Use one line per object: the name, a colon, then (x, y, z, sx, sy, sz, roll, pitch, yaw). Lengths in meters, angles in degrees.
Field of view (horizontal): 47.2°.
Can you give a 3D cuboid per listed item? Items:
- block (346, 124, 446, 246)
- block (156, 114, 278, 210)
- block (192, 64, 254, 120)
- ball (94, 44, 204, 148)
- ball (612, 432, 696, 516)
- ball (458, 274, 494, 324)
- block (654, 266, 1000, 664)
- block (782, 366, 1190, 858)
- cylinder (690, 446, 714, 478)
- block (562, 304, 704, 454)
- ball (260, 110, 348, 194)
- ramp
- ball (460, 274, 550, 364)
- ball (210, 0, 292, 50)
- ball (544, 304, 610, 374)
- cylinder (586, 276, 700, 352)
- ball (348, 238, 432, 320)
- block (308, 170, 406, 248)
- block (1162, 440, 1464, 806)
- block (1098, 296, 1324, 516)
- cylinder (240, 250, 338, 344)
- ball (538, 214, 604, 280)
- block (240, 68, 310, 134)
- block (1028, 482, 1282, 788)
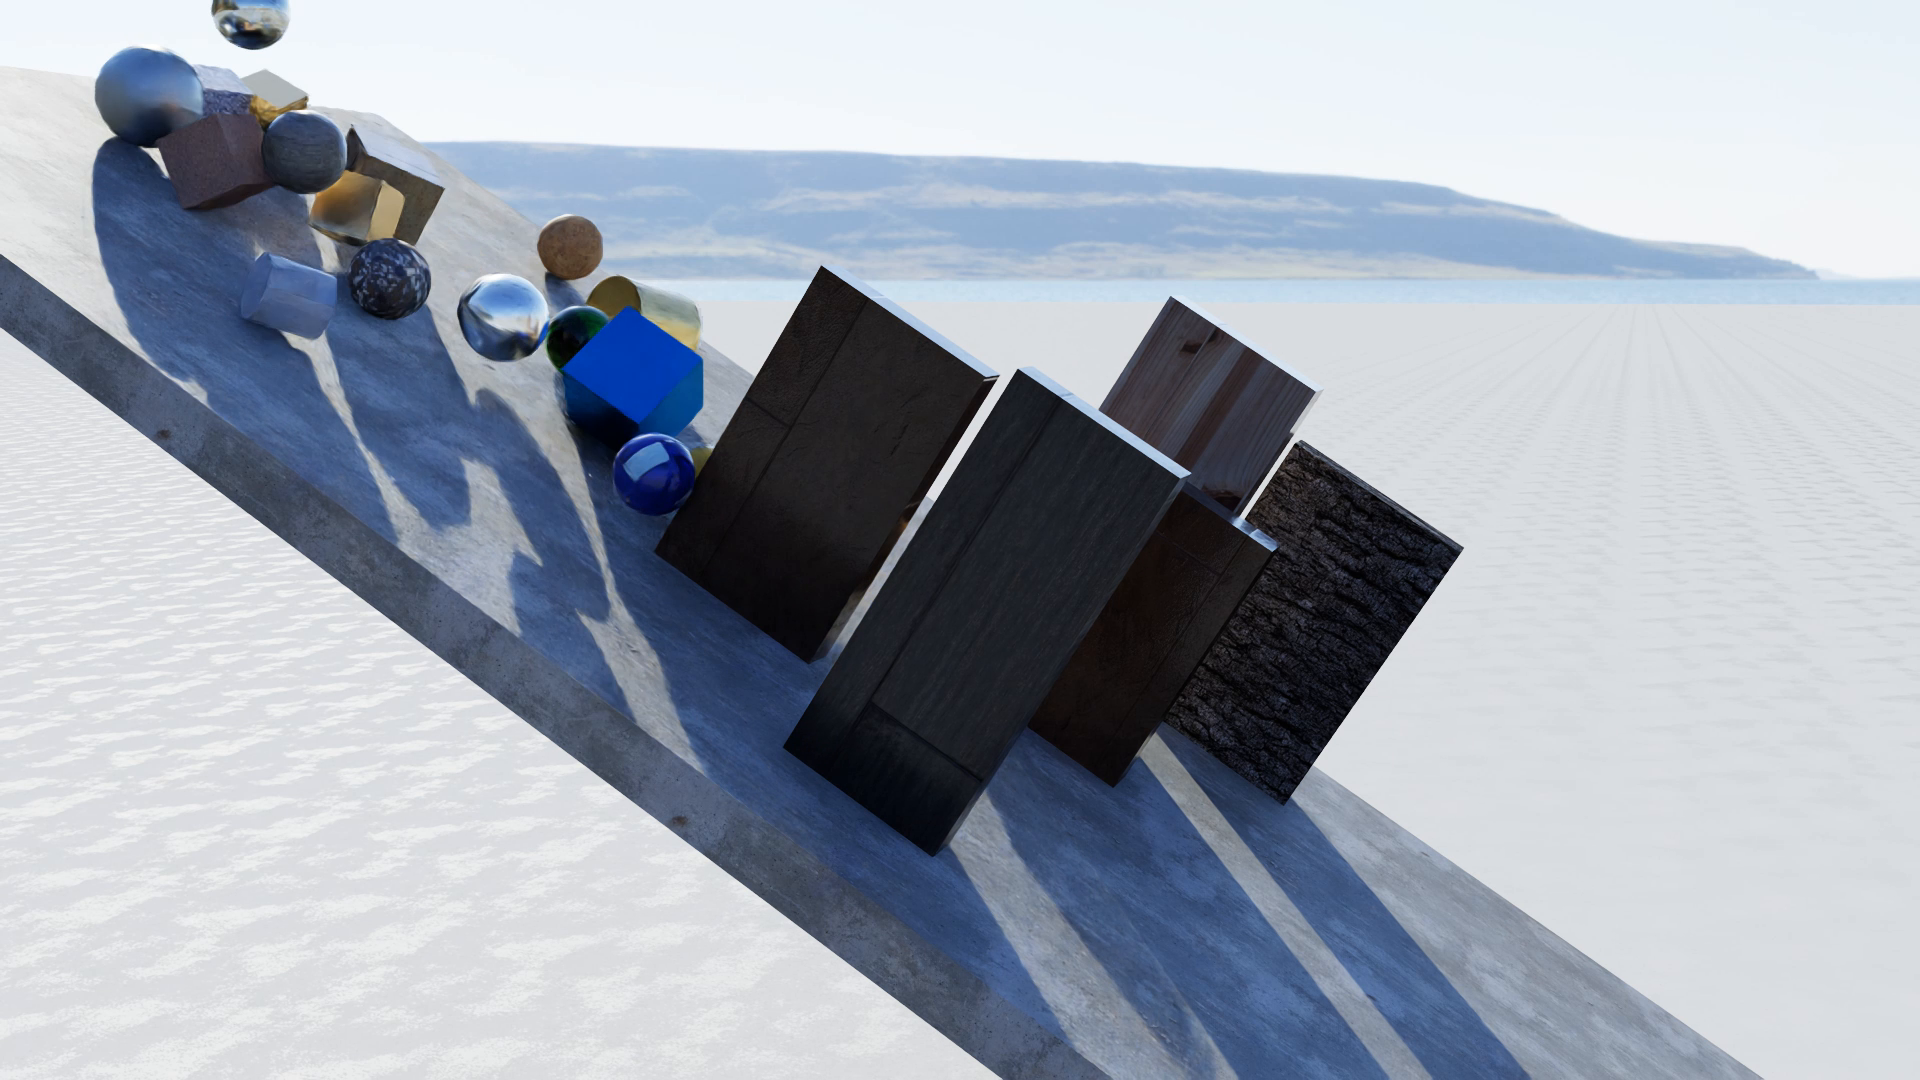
block: (-1.185, -0.710, 4.489, 0.171, 0.171, 0.171, 21, 18, -36)
block: (-1.365, -0.697, 4.054, 0.134, 0.134, 0.134, -19, 5, 16)
block: (-1.508, -0.869, 4.399, 0.122, 0.122, 0.122, -1, 34, -42)
ball: (-1.534, -0.840, 4.164, 0.195, 0.195, 0.195, 0, 7, 0)
ball: (-0.520, -0.112, 3.736, 0.142, 0.142, 0.142, 0, 7, 0)
ball: (-0.873, -0.428, 4.157, 0.151, 0.151, 0.151, 0, 7, 0)
block: (-0.231, -0.128, 3.739, 0.338, 0.584, 0.087, 35, 15, 10)
block: (0.033, 0.110, 3.297, 0.287, 0.694, 0.082, 35, 15, 10)
cylinder: (-0.401, -0.090, 3.928, 0.146, 0.146, 0.146, 6, 9, 20)
block: (-0.610, -0.284, 4.119, 0.181, 0.181, 0.181, 35, -25, 12)
ball: (-1.210, -0.716, 4.059, 0.154, 0.154, 0.154, 0, 7, 0)
ramp: (-0.139, 0.232, 4.106, 4.000, 0.100, 2.000, 35, 15, 10)
ball: (-0.802, -0.390, 3.872, 0.156, 0.156, 0.156, 0, 7, 0)
ball: (-1.374, -1.025, 4.263, 0.148, 0.148, 0.148, 0, 7, 0)
ball: (-0.755, -0.394, 4.389, 0.149, 0.149, 0.149, 0, 7, 0)
cylinder: (-0.678, -0.457, 4.680, 0.178, 0.178, 0.178, 5, -4, 38)
ball: (-1.055, -0.483, 4.069, 0.150, 0.150, 0.150, 0, 7, 0)
block: (-1.157, -0.633, 4.222, 0.119, 0.119, 0.119, 16, -4, 7)
block: (0.684, 0.170, 4.517, 0.394, 0.636, 0.094, 35, 15, 10)
block: (0.347, -0.056, 4.280, 0.330, 0.781, 0.115, 35, 15, 10)
cylinder: (-1.133, -0.411, 3.715, 0.118, 0.118, 0.118, 26, -6, -28)
ball: (-0.884, -0.665, 4.995, 0.149, 0.149, 0.149, 0, 7, 0)
block: (-1.452, -0.897, 4.600, 0.113, 0.113, 0.113, 30, 32, 4)
block: (0.293, 0.135, 4.053, 0.347, 0.531, 0.104, 35, 15, 10)
